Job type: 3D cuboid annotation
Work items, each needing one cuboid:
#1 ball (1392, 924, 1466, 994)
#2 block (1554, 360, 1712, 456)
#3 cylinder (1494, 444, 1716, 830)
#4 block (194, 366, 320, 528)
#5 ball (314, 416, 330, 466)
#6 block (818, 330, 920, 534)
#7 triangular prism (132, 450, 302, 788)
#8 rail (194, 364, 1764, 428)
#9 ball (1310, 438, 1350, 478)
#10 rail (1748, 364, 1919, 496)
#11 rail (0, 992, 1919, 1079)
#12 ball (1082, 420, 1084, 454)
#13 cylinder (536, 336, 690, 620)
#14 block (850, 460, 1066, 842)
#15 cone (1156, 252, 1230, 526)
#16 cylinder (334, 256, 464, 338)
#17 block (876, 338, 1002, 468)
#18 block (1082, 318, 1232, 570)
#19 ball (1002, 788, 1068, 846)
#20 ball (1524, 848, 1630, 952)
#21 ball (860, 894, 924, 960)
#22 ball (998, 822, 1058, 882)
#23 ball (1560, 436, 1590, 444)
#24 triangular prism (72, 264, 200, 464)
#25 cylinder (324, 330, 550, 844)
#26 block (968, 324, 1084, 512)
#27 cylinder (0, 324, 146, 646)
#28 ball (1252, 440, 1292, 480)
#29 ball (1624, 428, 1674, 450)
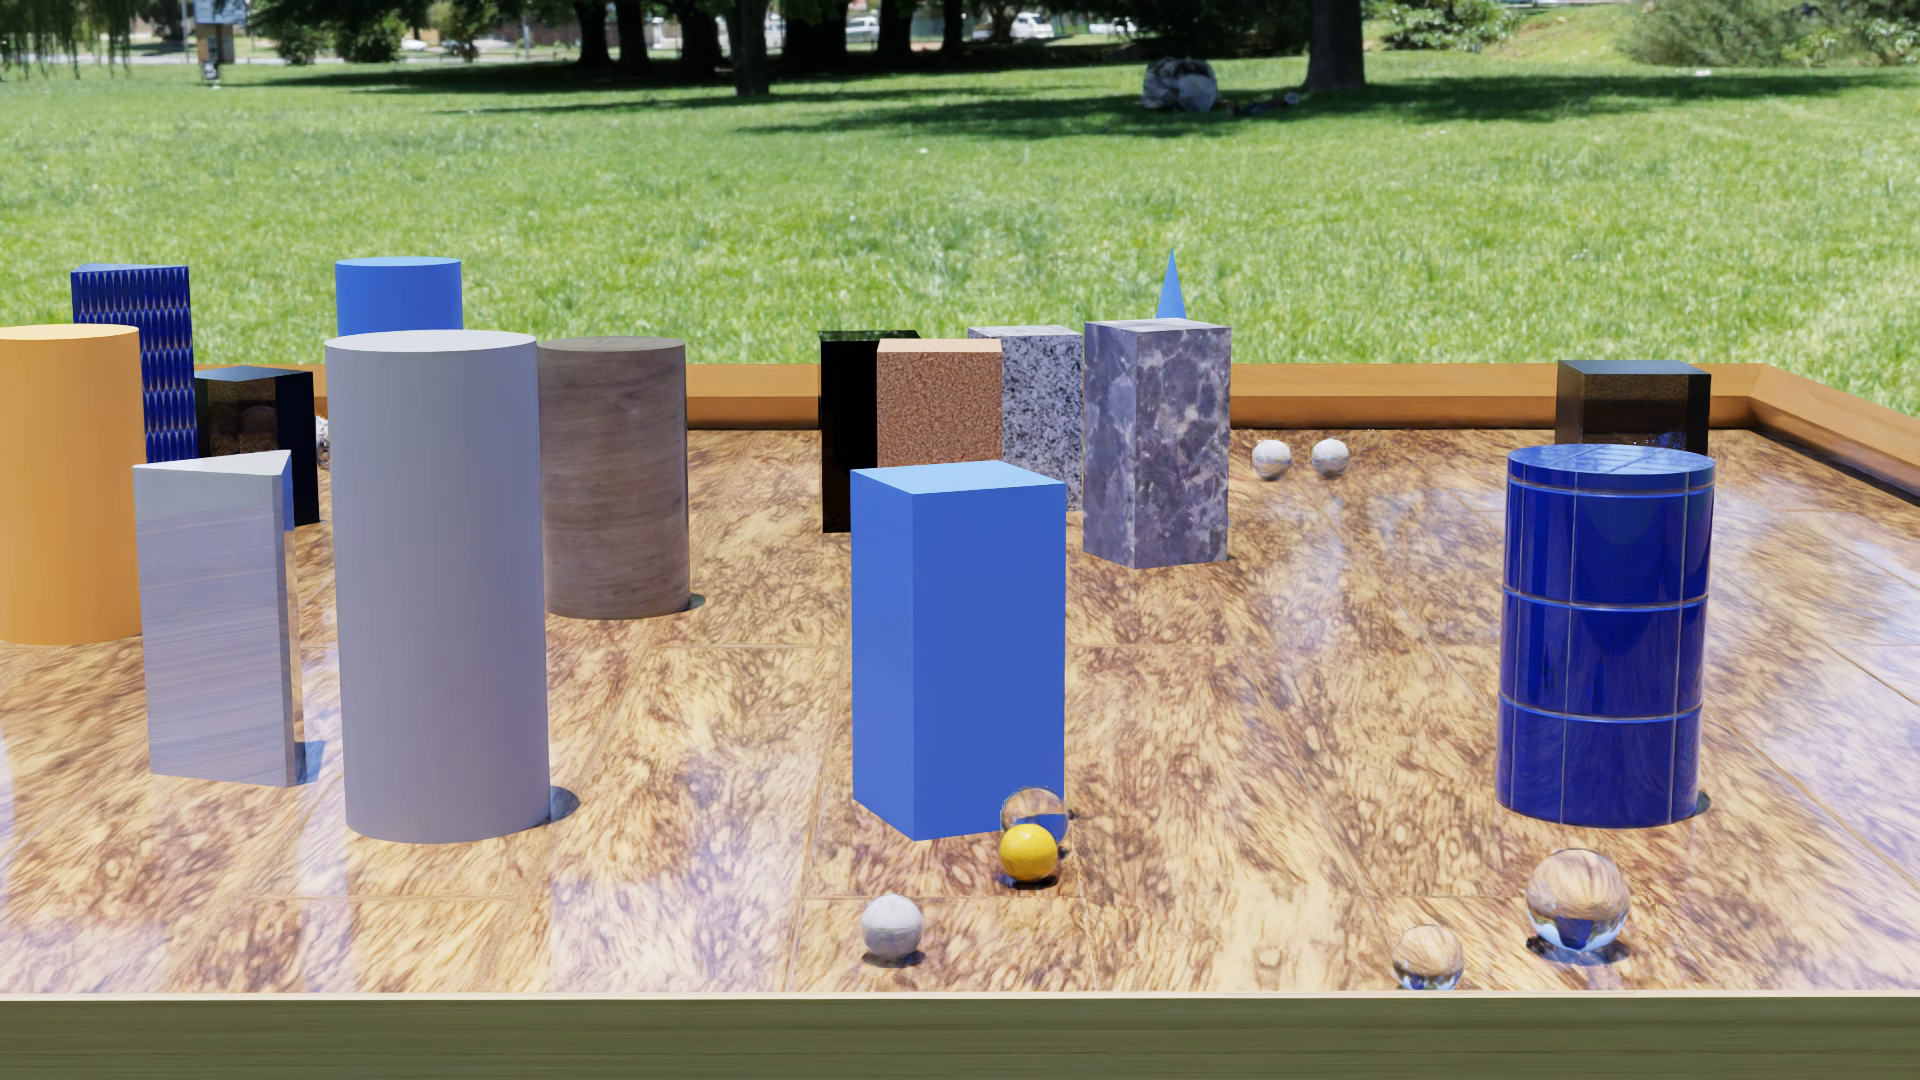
[{"bbox_3d":[0.371,0.333,2.032,0.057,0.057,0.057,0,10,0],"label":"ball"},{"bbox_3d":[0.869,-0.055,3.344,0.159,0.343,0.159,0,10,1],"label":"block"},{"bbox_3d":[0.637,0.091,2.543,0.198,0.347,0.198,0,10,0],"label":"cylinder"},{"bbox_3d":[-1.144,-0.145,4.100,0.159,0.244,0.159,7,12,32],"label":"block"},{"bbox_3d":[-1.190,-0.181,4.707,0.094,0.094,0.094,0,10,0],"label":"ball"},{"bbox_3d":[-0.145,-0.176,4.103,0.159,0.303,0.159,-1,11,-5],"label":"block"},{"bbox_3d":[-0.740,0.076,2.689,0.172,0.323,0.149,4,11,19],"label":"triangular prism"},{"bbox_3d":[-0.010,-0.289,5.190,3.293,0.129,0.045,0,10,0],"label":"rail"},{"bbox_3d":[0.663,-0.146,4.588,0.069,0.069,0.069,0,10,0],"label":"ball"},{"bbox_3d":[1.623,0.031,3.458,0.045,0.129,3.589,0,10,0],"label":"rail"},{"bbox_3d":[0.010,0.355,1.707,3.293,0.129,0.045,0,10,0],"label":"rail"},{"bbox_3d":[0.215,-0.193,4.831,0.072,0.072,0.072,0,10,0],"label":"ball"},{"bbox_3d":[-0.468,-0.087,3.474,0.198,0.359,0.198,0,10,0],"label":"cylinder"},{"bbox_3d":[-0.003,0.103,2.511,0.159,0.335,0.159,-5,11,-23],"label":"block"},{"bbox_3d":[0.335,-0.245,4.094,0.198,0.443,0.198,0,10,0],"label":"cone"},{"bbox_3d":[-0.903,-0.243,4.159,0.198,0.416,0.198,0,10,0],"label":"cylinder"},{"bbox_3d":[-0.026,-0.071,3.360,0.159,0.369,0.159,0,10,0],"label":"block"},{"bbox_3d":[0.292,-0.147,3.825,0.159,0.348,0.159,-5,12,-25],"label":"block"},{"bbox_3d":[0.070,0.262,2.397,0.063,0.063,0.063,0,10,0],"label":"ball"},{"bbox_3d":[0.514,0.299,2.135,0.086,0.086,0.086,0,10,0],"label":"ball"},{"bbox_3d":[-0.056,0.319,2.116,0.053,0.053,0.053,0,10,0],"label":"ball"},{"bbox_3d":[0.061,0.282,2.315,0.054,0.054,0.054,0,10,0],"label":"ball"},{"bbox_3d":[1.110,-0.154,4.631,0.069,0.069,0.069,0,10,0],"label":"ball"},{"bbox_3d":[-1.220,-0.175,3.720,0.172,0.442,0.149,-9,14,-41],"label":"triangular prism"},{"bbox_3d":[-0.504,0.040,2.486,0.198,0.468,0.198,0,10,0],"label":"cylinder"},{"bbox_3d":[0.107,-0.203,4.278,0.159,0.293,0.159,-2,11,-12],"label":"block"},{"bbox_3d":[-1.156,-0.076,3.324,0.198,0.390,0.198,0,10,0],"label":"cylinder"},{"bbox_3d":[0.554,-0.143,4.559,0.073,0.073,0.073,0,10,0],"label":"ball"},{"bbox_3d":[1.217,-0.150,4.539,0.094,0.094,0.094,0,10,0],"label":"ball"}]
